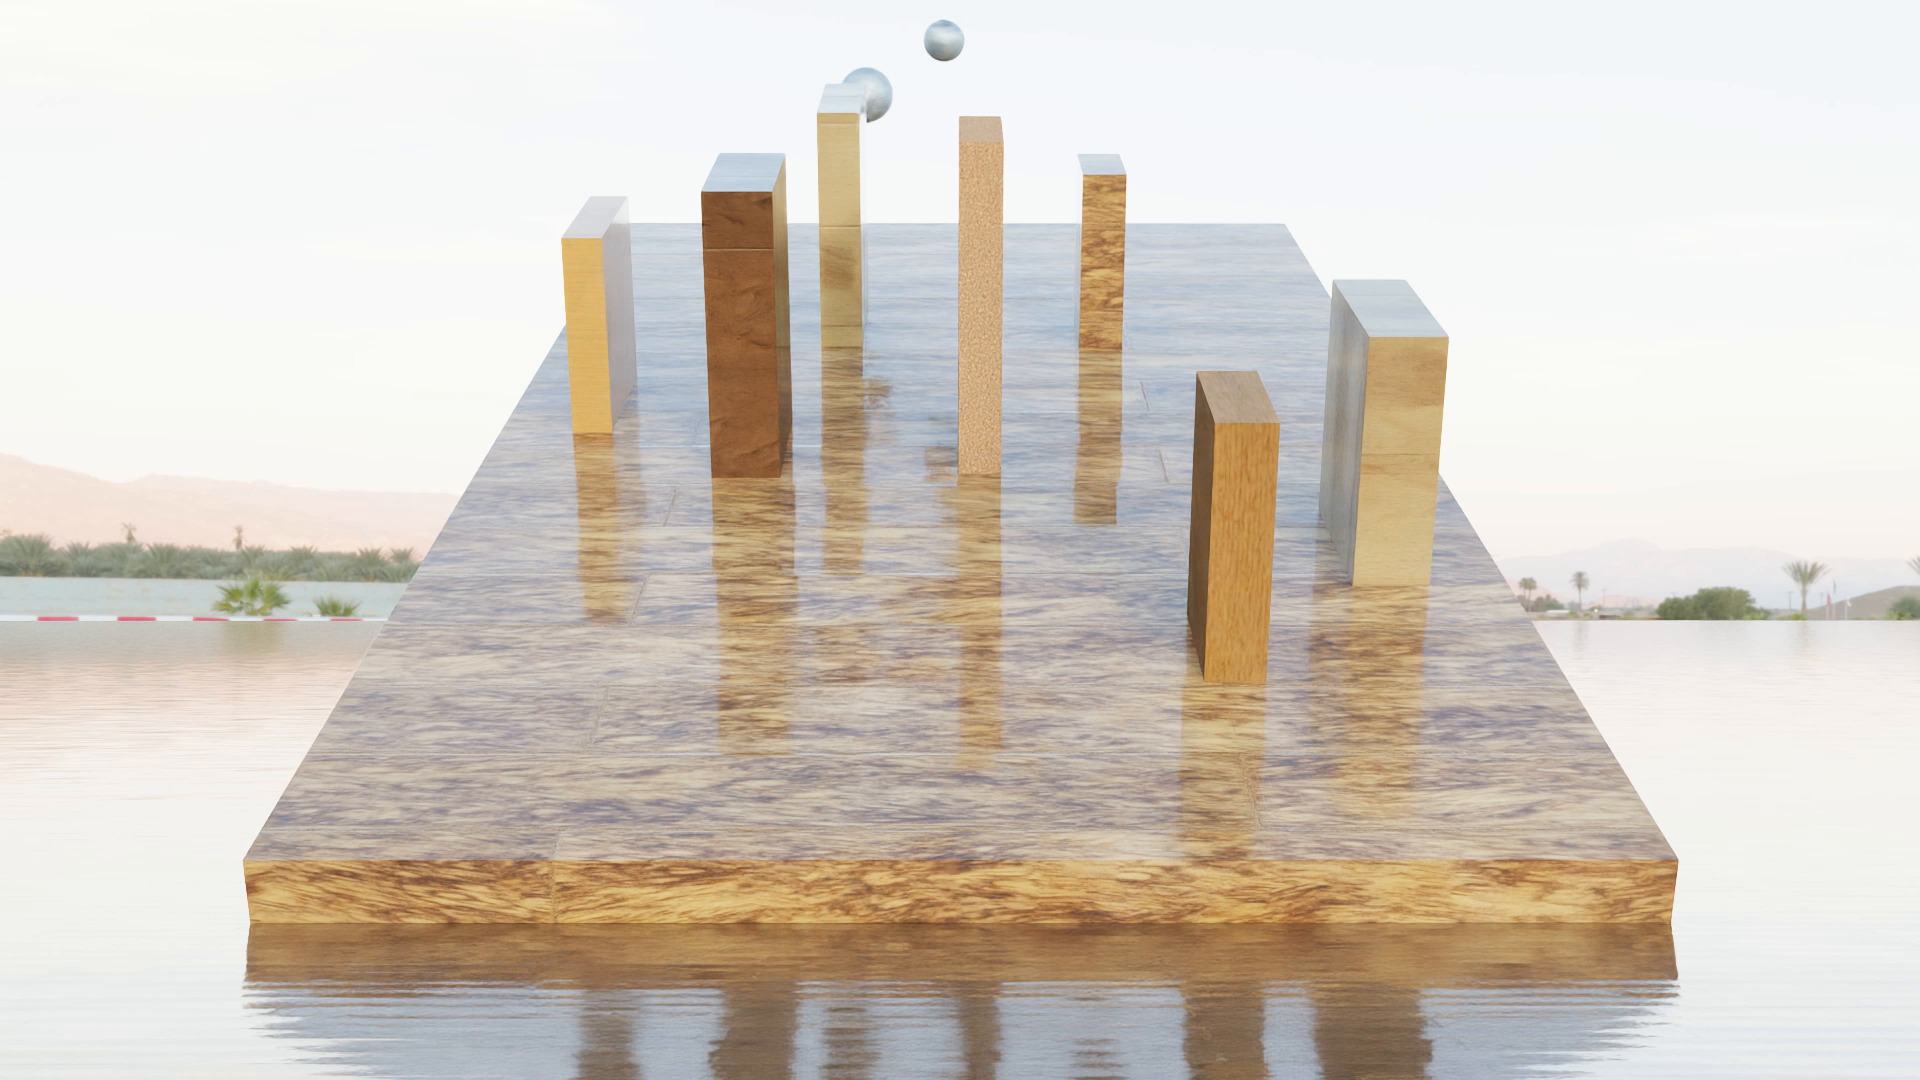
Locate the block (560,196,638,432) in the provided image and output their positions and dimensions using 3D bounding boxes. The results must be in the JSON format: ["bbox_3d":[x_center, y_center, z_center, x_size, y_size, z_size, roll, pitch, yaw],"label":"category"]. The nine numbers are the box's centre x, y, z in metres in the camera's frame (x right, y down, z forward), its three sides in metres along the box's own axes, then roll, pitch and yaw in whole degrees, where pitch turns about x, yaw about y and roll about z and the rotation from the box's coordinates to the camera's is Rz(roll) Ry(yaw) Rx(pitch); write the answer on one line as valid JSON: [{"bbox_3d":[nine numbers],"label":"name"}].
[{"bbox_3d":[-0.804,-0.513,5.099,0.087,0.432,0.424,0,21,0],"label":"block"}]

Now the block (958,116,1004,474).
[{"bbox_3d":[0.041,-0.511,4.733,0.088,0.689,0.287,0,21,0],"label":"block"}]

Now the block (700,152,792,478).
[{"bbox_3d":[-0.441,-0.476,4.768,0.141,0.597,0.392,0,21,0],"label":"block"}]

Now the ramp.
[{"bbox_3d":[-0.005,-0.212,5.057,2.000,0.100,4.000,0,21,0],"label":"ramp"}]

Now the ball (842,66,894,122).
[{"bbox_3d":[-0.266,-1.262,6.451,0.155,0.155,0.155,0,-2,0],"label":"ball"}]

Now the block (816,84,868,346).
[{"bbox_3d":[-0.292,-0.822,5.718,0.102,0.576,0.424,0,21,0],"label":"block"}]

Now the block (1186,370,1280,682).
[{"bbox_3d":[0.452,-0.027,3.794,0.102,0.445,0.292,0,21,0],"label":"block"}]

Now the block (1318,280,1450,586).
[{"bbox_3d":[0.783,-0.208,4.243,0.140,0.468,0.411,0,21,0],"label":"block"}]

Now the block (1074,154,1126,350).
[{"bbox_3d":[0.346,-0.717,5.641,0.106,0.435,0.258,0,21,0],"label":"block"}]

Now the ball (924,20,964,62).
[{"bbox_3d":[-0.045,-1.409,6.423,0.117,0.117,0.117,0,-2,0],"label":"ball"}]
